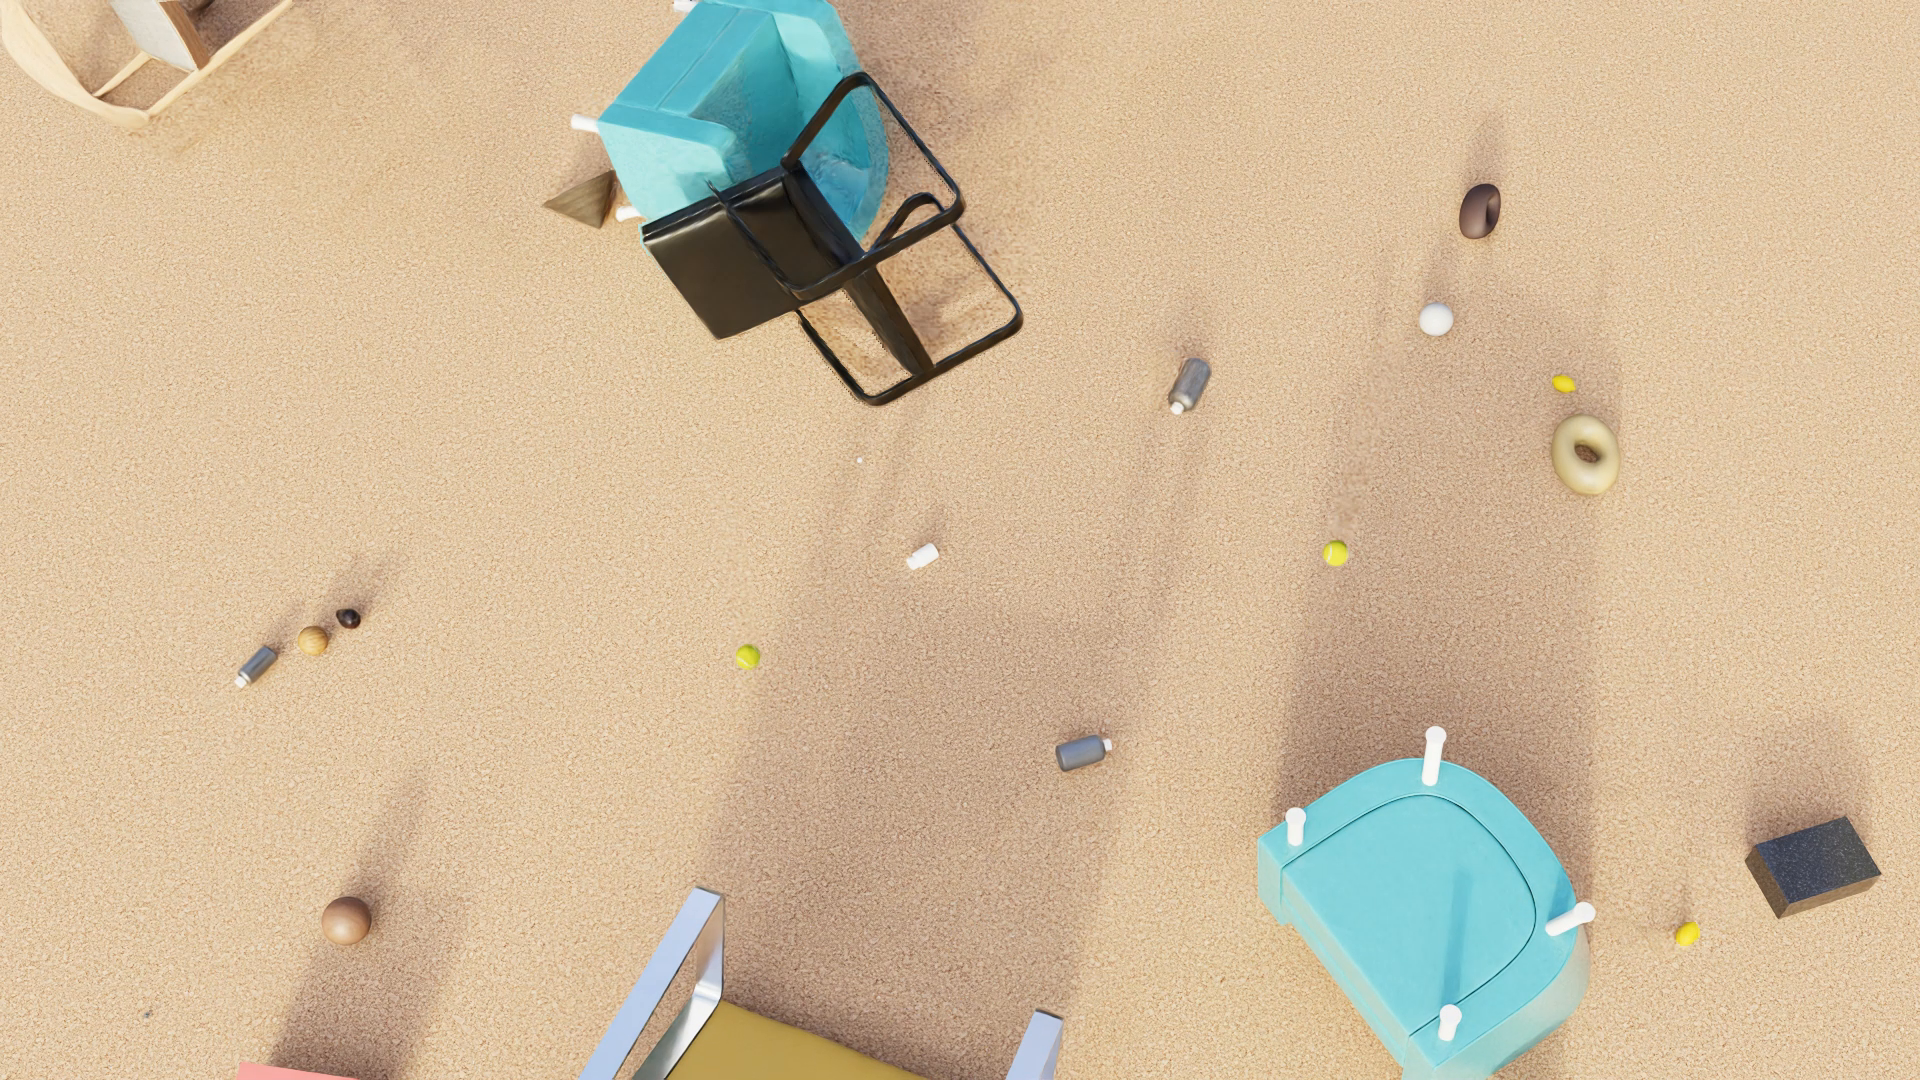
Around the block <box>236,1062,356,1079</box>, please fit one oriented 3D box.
[{"bbox_3d":[-1.649,1.492,5.484,0.355,0.148,0.291,7,56,5],"label":"block"}]

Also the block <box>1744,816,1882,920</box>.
[{"bbox_3d":[2.295,0.882,5.921,0.278,0.100,0.181,-15,57,-10],"label":"block"}]

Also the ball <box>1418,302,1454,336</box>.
[{"bbox_3d":[1.511,-0.700,6.978,0.109,0.109,0.109,0,56,0],"label":"ball"}]

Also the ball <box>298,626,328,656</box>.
[{"bbox_3d":[-1.862,0.289,6.329,0.085,0.085,0.085,0,56,0],"label":"ball"}]

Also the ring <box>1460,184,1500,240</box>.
[{"bbox_3d":[1.708,-1.079,7.224,0.095,0.123,0.210,0,58,41],"label":"ring"}]

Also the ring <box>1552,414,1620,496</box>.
[{"bbox_3d":[1.903,-0.261,6.687,0.204,0.105,0.283,-1,55,1],"label":"ring"}]

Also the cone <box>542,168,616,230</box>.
[{"bbox_3d":[-1.219,-1.093,7.248,0.291,0.156,0.226,-22,11,23],"label":"cone"}]
